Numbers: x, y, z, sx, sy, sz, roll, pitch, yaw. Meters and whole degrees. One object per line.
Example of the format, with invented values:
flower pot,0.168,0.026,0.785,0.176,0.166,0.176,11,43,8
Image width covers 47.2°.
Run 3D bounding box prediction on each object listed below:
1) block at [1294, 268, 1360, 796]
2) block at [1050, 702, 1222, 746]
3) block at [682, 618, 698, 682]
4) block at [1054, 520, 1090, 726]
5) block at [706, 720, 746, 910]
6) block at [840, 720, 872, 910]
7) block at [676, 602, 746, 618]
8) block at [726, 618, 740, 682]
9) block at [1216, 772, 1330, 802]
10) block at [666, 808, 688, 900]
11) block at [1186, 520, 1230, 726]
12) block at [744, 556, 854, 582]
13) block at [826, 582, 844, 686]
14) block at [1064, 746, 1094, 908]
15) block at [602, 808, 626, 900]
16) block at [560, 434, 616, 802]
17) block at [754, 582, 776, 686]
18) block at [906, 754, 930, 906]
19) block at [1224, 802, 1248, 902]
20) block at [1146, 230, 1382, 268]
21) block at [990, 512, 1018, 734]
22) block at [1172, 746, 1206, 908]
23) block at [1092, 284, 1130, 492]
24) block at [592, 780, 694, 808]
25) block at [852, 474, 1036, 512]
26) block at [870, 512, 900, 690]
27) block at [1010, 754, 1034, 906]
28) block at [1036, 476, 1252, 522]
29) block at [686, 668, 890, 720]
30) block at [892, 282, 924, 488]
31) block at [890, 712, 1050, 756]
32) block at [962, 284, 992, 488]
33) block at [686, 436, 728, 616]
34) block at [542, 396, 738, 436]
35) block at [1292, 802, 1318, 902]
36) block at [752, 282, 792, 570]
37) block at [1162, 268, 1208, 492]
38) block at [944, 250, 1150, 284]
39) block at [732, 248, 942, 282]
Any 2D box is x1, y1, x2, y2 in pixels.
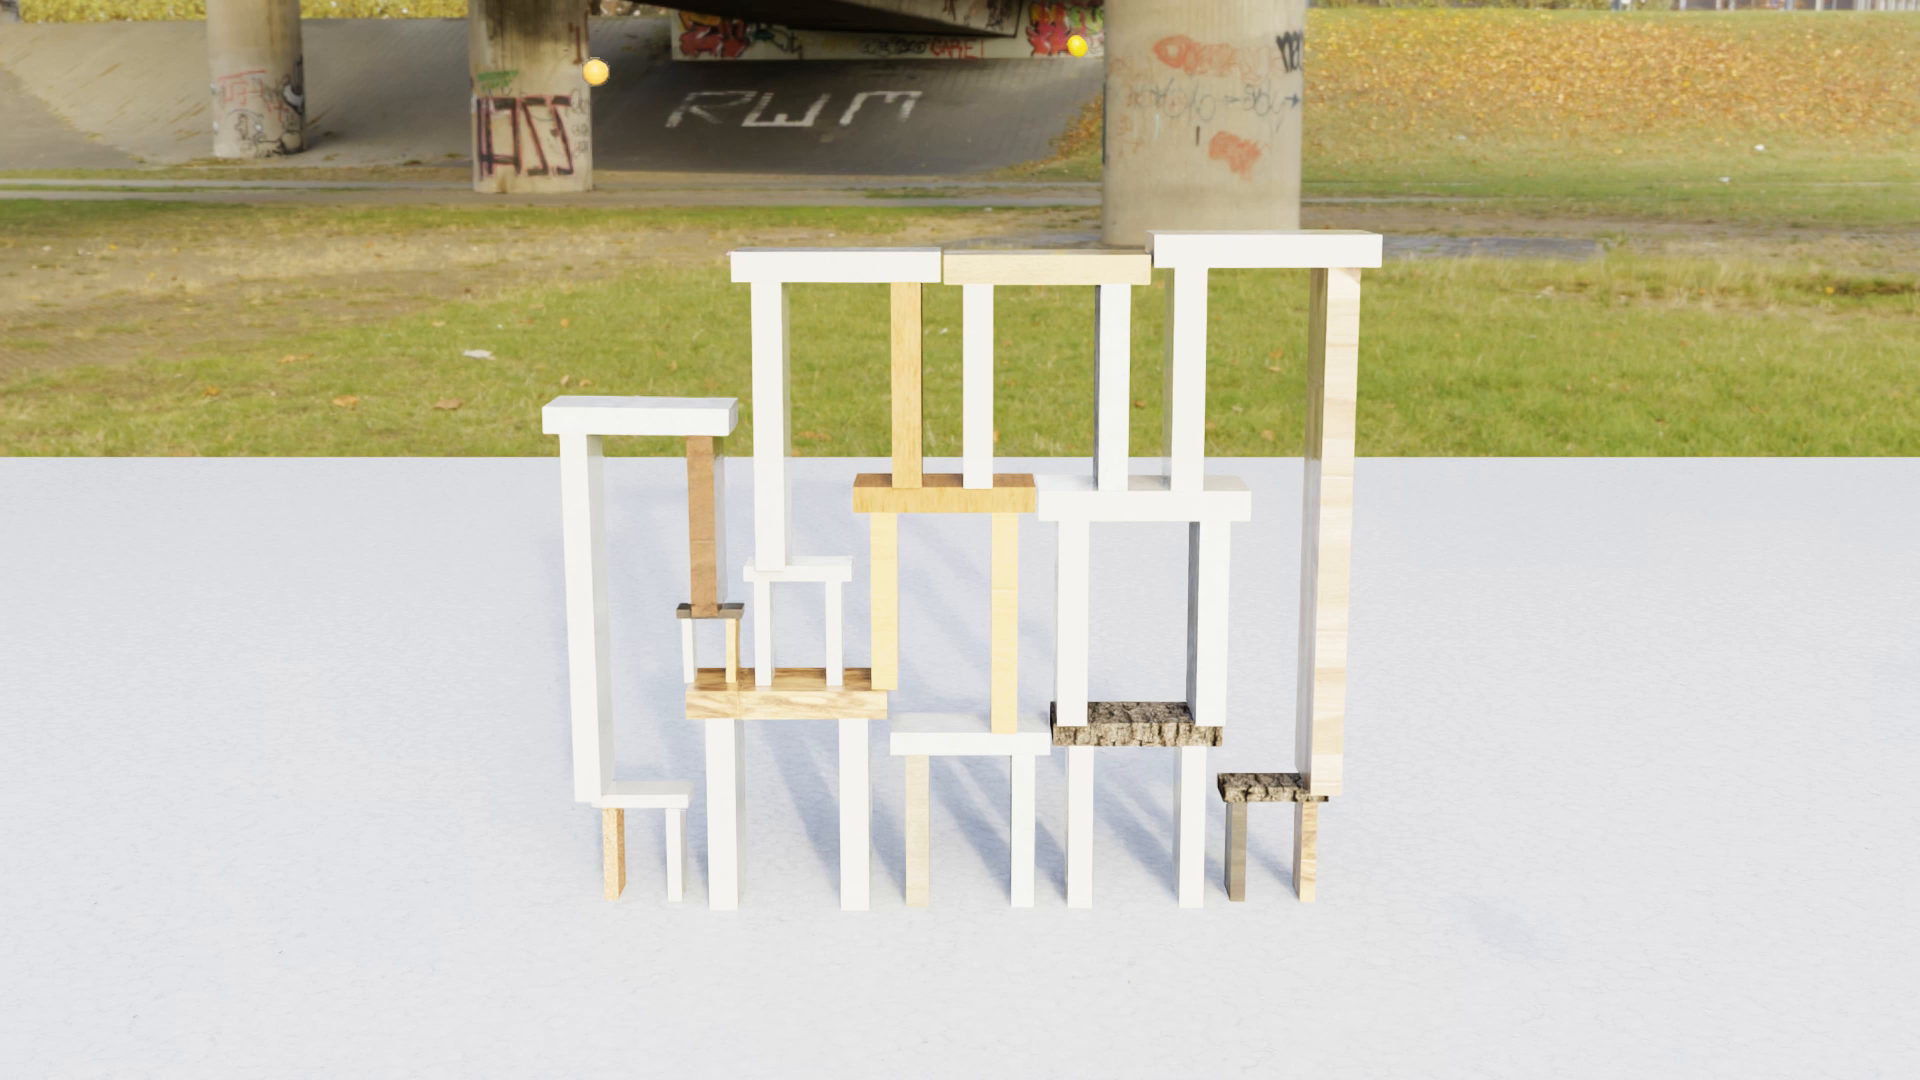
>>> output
block,0.592,-0.020,3.556,0.050,0.846,0.175,0,10,0
block,0.287,0.302,3.616,0.274,0.039,0.137,0,11,0
block,-0.442,0.175,3.596,0.015,0.106,0.053,-1,11,0
block,0.180,0.119,3.581,0.047,0.334,0.167,0,11,0
block,-0.386,0.431,3.640,0.046,0.322,0.161,0,11,0
block,-0.171,0.431,3.640,0.046,0.322,0.161,0,11,0
block,-0.406,0.115,3.586,0.106,0.015,0.053,0,11,0
block,-0.371,0.175,3.596,0.015,0.106,0.053,2,11,3
block,0.516,0.408,3.633,0.173,0.024,0.086,0,11,-1
block,-0.471,0.512,3.659,0.022,0.158,0.079,0,11,0
block,0.403,0.119,3.580,0.047,0.334,0.167,0,11,0
block,-0.261,0.046,3.568,0.173,0.024,0.086,0,10,0
block,-0.203,0.144,3.585,0.024,0.173,0.086,0,11,0
block,0.196,0.455,3.646,0.039,0.274,0.137,0,11,0
block,-0.575,0.510,3.661,0.022,0.157,0.079,0,9,0
block,-0.605,0.115,3.580,0.041,0.601,0.146,0,11,0
block,-0.318,0.144,3.585,0.024,0.173,0.086,0,10,0
block,-0.069,0.463,3.646,0.037,0.258,0.129,0,11,0
block,0.458,0.504,3.657,0.024,0.173,0.086,0,10,0
block,0.475,-0.461,3.478,0.350,0.050,0.175,0,10,0
block,0.071,0.122,3.584,0.041,0.362,0.144,0,11,0
block,0.379,0.455,3.646,0.039,0.274,0.137,0,11,0
block,0.241,-0.251,3.510,0.045,0.324,0.160,0,11,0
block,-0.524,0.421,3.639,0.158,0.022,0.079,0,11,1
block,-0.025,-0.076,3.548,0.289,0.041,0.144,0,11,0
block,-0.121,0.086,3.578,0.041,0.289,0.144,0,10,0
block,0.103,0.463,3.646,0.037,0.258,0.129,0,11,0
block,0.291,-0.069,3.546,0.334,0.047,0.167,0,11,0
block,-0.279,0.251,3.607,0.322,0.046,0.161,0,11,0
block,-0.084,-0.255,3.513,0.046,0.323,0.162,0,11,0
block,0.017,0.318,3.618,0.258,0.037,0.129,0,11,0
block,0.028,-0.253,3.510,0.045,0.319,0.160,0,11,0
block,-0.408,-0.035,3.555,0.041,0.292,0.146,0,11,1
block,-0.509,-0.200,3.521,0.292,0.041,0.146,1,11,0
block,0.573,0.505,3.656,0.024,0.173,0.086,0,11,0
block,-0.301,-0.190,3.526,0.046,0.456,0.162,0,10,0
block,0.358,-0.265,3.514,0.050,0.350,0.175,0,11,0
block,0.135,-0.432,3.476,0.320,0.045,0.160,0,11,0
block,-0.192,-0.437,3.480,0.323,0.046,0.162,0,11,0
